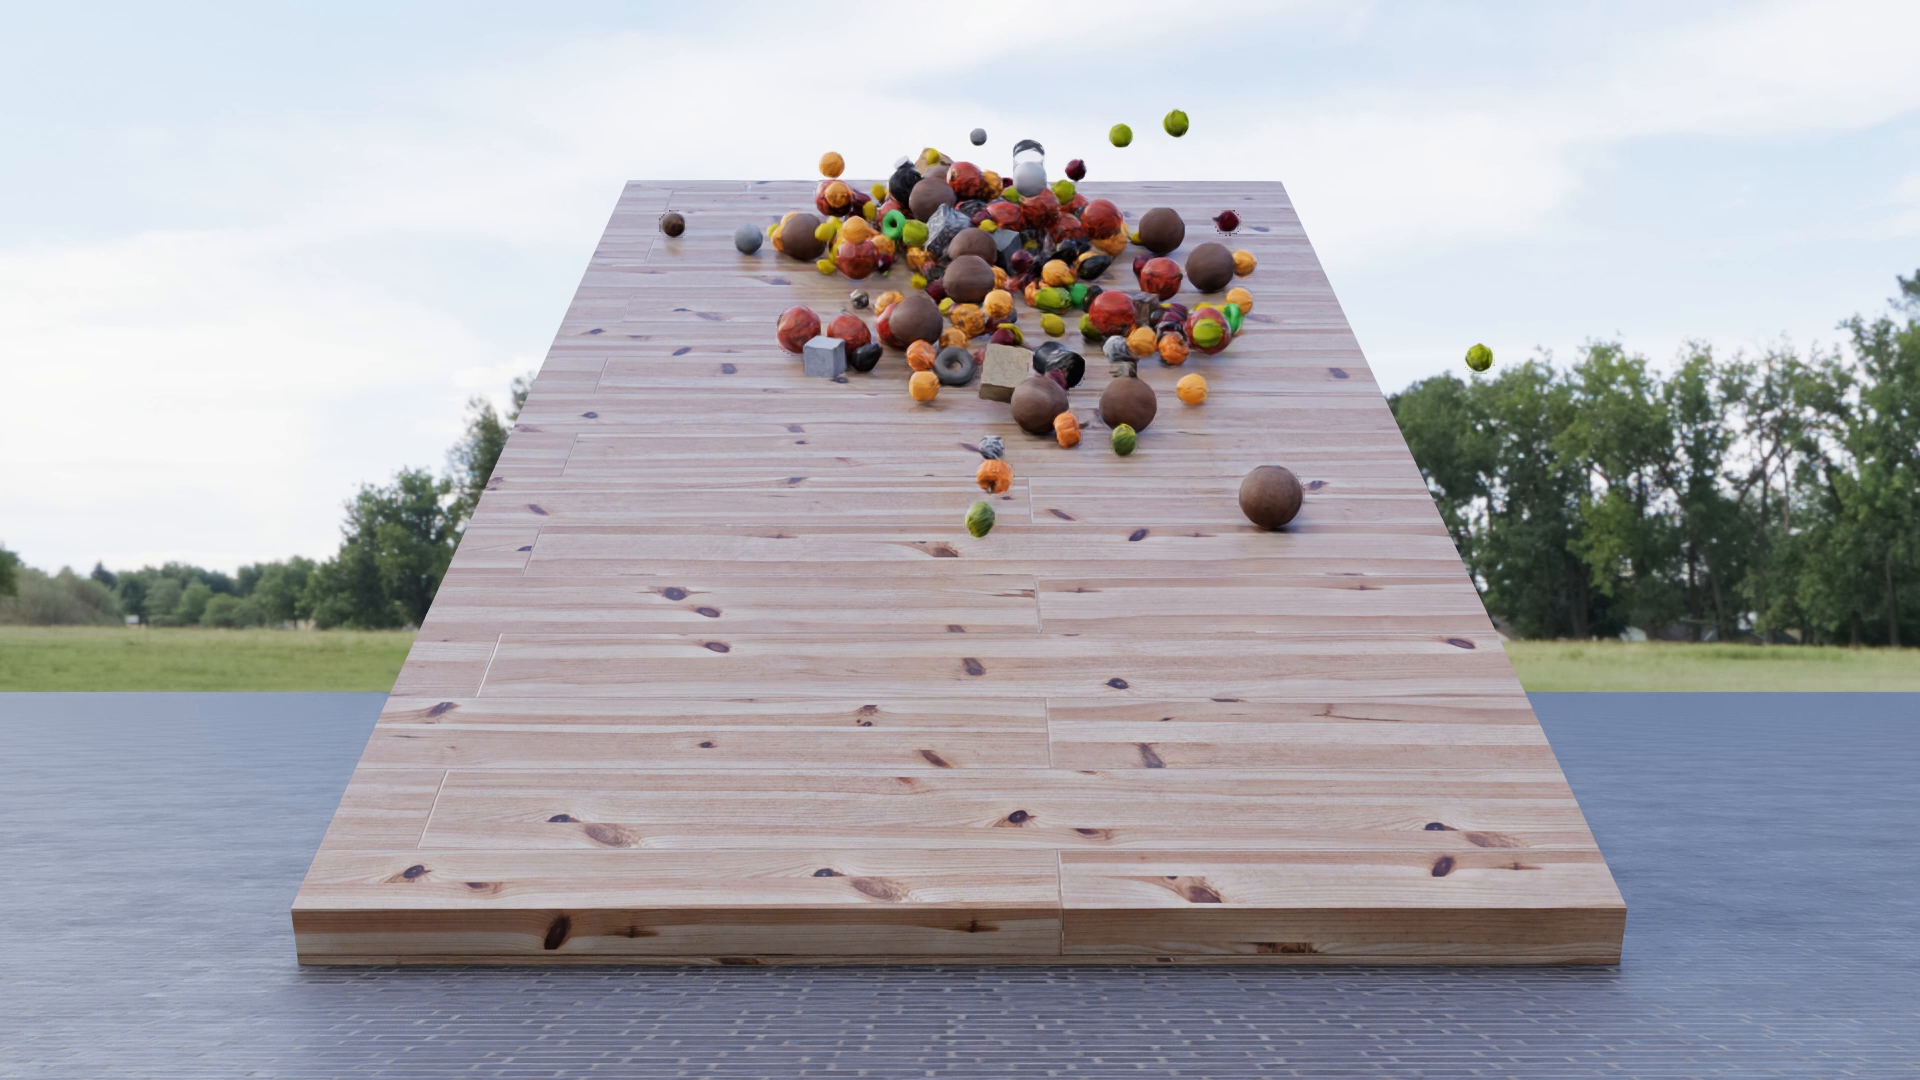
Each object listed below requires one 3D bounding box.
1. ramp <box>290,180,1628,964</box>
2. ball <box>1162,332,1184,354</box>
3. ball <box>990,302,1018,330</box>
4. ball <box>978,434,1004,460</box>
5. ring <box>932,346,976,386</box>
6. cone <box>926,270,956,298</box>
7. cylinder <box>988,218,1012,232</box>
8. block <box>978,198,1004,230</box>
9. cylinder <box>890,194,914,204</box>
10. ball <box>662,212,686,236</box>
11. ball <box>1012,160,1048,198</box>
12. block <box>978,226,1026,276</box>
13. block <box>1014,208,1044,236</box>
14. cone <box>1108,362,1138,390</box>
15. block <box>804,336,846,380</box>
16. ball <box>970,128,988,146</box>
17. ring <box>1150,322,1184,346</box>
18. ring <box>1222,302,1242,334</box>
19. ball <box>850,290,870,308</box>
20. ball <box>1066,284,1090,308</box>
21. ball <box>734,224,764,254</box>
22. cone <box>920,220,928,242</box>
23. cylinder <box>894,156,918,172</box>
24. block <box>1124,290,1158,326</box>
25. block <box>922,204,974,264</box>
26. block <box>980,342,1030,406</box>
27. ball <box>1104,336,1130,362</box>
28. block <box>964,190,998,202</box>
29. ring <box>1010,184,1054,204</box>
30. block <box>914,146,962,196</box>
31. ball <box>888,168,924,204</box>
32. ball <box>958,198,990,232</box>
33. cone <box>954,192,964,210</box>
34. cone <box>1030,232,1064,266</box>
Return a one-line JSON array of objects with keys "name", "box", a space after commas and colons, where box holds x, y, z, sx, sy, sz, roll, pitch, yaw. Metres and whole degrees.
[{"name": "ramp", "box": [-0.008, -0.229, 5.331, 2.000, 0.100, 4.000, 0, 24, 0]}, {"name": "ball", "box": [0.521, -0.483, 5.707, 0.056, 0.056, 0.056, 0, -4, 0]}, {"name": "ball", "box": [0.110, -0.564, 5.865, 0.068, 0.068, 0.068, 0, -4, 0]}, {"name": "ball", "box": [0.069, -0.201, 5.084, 0.055, 0.055, 0.055, 0, -4, 0]}, {"name": "ring", "box": [-0.013, -0.411, 5.516, 0.104, 0.104, 0.035, 1, -26, -9]}, {"name": "cone", "box": [-0.065, -0.671, 6.139, 0.086, 0.086, 0.086, 1, 12, -21]}, {"name": "cylinder", "box": [0.110, -0.847, 6.439, 0.063, 0.063, 0.063, 1, -38, -9]}, {"name": "block", "box": [0.083, -0.925, 6.619, 0.070, 0.070, 0.070, 0, 26, 15]}, {"name": "cylinder", "box": [-0.171, -1.039, 6.906, 0.075, 0.075, 0.075, -1, 24, 0]}, {"name": "ball", "box": [-0.809, -0.891, 6.582, 0.070, 0.070, 0.070, 0, -4, 0]}, {"name": "ball", "box": [0.186, -0.962, 6.218, 0.096, 0.096, 0.096, 0, -4, 0]}, {"name": "block", "box": [0.111, -0.780, 6.293, 0.083, 0.083, 0.083, 16, -36, 32]}, {"name": "block", "box": [0.195, -0.904, 6.620, 0.062, 0.062, 0.062, -16, 24, -32]}, {"name": "cone", "box": [0.377, -0.391, 5.494, 0.064, 0.064, 0.064, 10, 1, 24]}, {"name": "block", "box": [-0.323, -0.437, 5.576, 0.076, 0.076, 0.076, 9, 26, 19]}, {"name": "ball", "box": [0.052, -1.135, 6.566, 0.051, 0.051, 0.051, 0, -4, 0]}, {"name": "ring", "box": [0.510, -0.508, 5.745, 0.083, 0.028, 0.083, -1, -32, -1]}, {"name": "ring", "box": [0.681, -0.556, 5.840, 0.026, 0.077, 0.077, -1, -3, -21]}, {"name": "ball", "box": [-0.258, -0.622, 6.016, 0.050, 0.050, 0.050, 0, -4, 0]}, {"name": "ball", "box": [0.305, -0.629, 6.019, 0.063, 0.063, 0.063, 0, -4, 0]}, {"name": "ball", "box": [-0.584, -0.831, 6.440, 0.080, 0.080, 0.080, 0, -4, 0]}, {"name": "cone", "box": [-0.086, -0.847, 6.525, 0.088, 0.088, 0.088, 1, -4, -22]}, {"name": "cylinder", "box": [-0.156, -1.063, 6.664, 0.050, 0.050, 0.050, -4, -46, 46]}, {"name": "block", "box": [0.462, -0.591, 5.934, 0.064, 0.064, 0.064, 12, 27, 24]}, {"name": "block", "box": [-0.032, -0.827, 6.300, 0.096, 0.096, 0.096, 23, -51, -28]}, {"name": "block", "box": [0.103, -0.380, 5.339, 0.099, 0.099, 0.099, 10, -17, 3]}, {"name": "ball", "box": [0.380, -0.464, 5.652, 0.065, 0.065, 0.065, 0, -4, 0]}, {"name": "block", "box": [0.063, -0.957, 6.712, 0.077, 0.077, 0.077, 7, 33, 15]}, {"name": "ring", "box": [0.214, -1.031, 6.929, 0.135, 0.045, 0.135, 0, 26, 0]}, {"name": "block", "box": [-0.072, -1.101, 6.962, 0.092, 0.092, 0.092, 13, 26, -44]}, {"name": "ball", "box": [-0.149, -0.987, 6.496, 0.099, 0.099, 0.099, 0, -4, 0]}, {"name": "ball", "box": [0.036, -0.893, 6.411, 0.089, 0.089, 0.089, 0, -4, 0]}, {"name": "cone", "box": [-0.004, -0.987, 6.757, 0.052, 0.052, 0.052, -26, 5, 3]}, {"name": "cone", "box": [0.238, -0.801, 6.360, 0.091, 0.091, 0.091, 1, 22, -1]}]
